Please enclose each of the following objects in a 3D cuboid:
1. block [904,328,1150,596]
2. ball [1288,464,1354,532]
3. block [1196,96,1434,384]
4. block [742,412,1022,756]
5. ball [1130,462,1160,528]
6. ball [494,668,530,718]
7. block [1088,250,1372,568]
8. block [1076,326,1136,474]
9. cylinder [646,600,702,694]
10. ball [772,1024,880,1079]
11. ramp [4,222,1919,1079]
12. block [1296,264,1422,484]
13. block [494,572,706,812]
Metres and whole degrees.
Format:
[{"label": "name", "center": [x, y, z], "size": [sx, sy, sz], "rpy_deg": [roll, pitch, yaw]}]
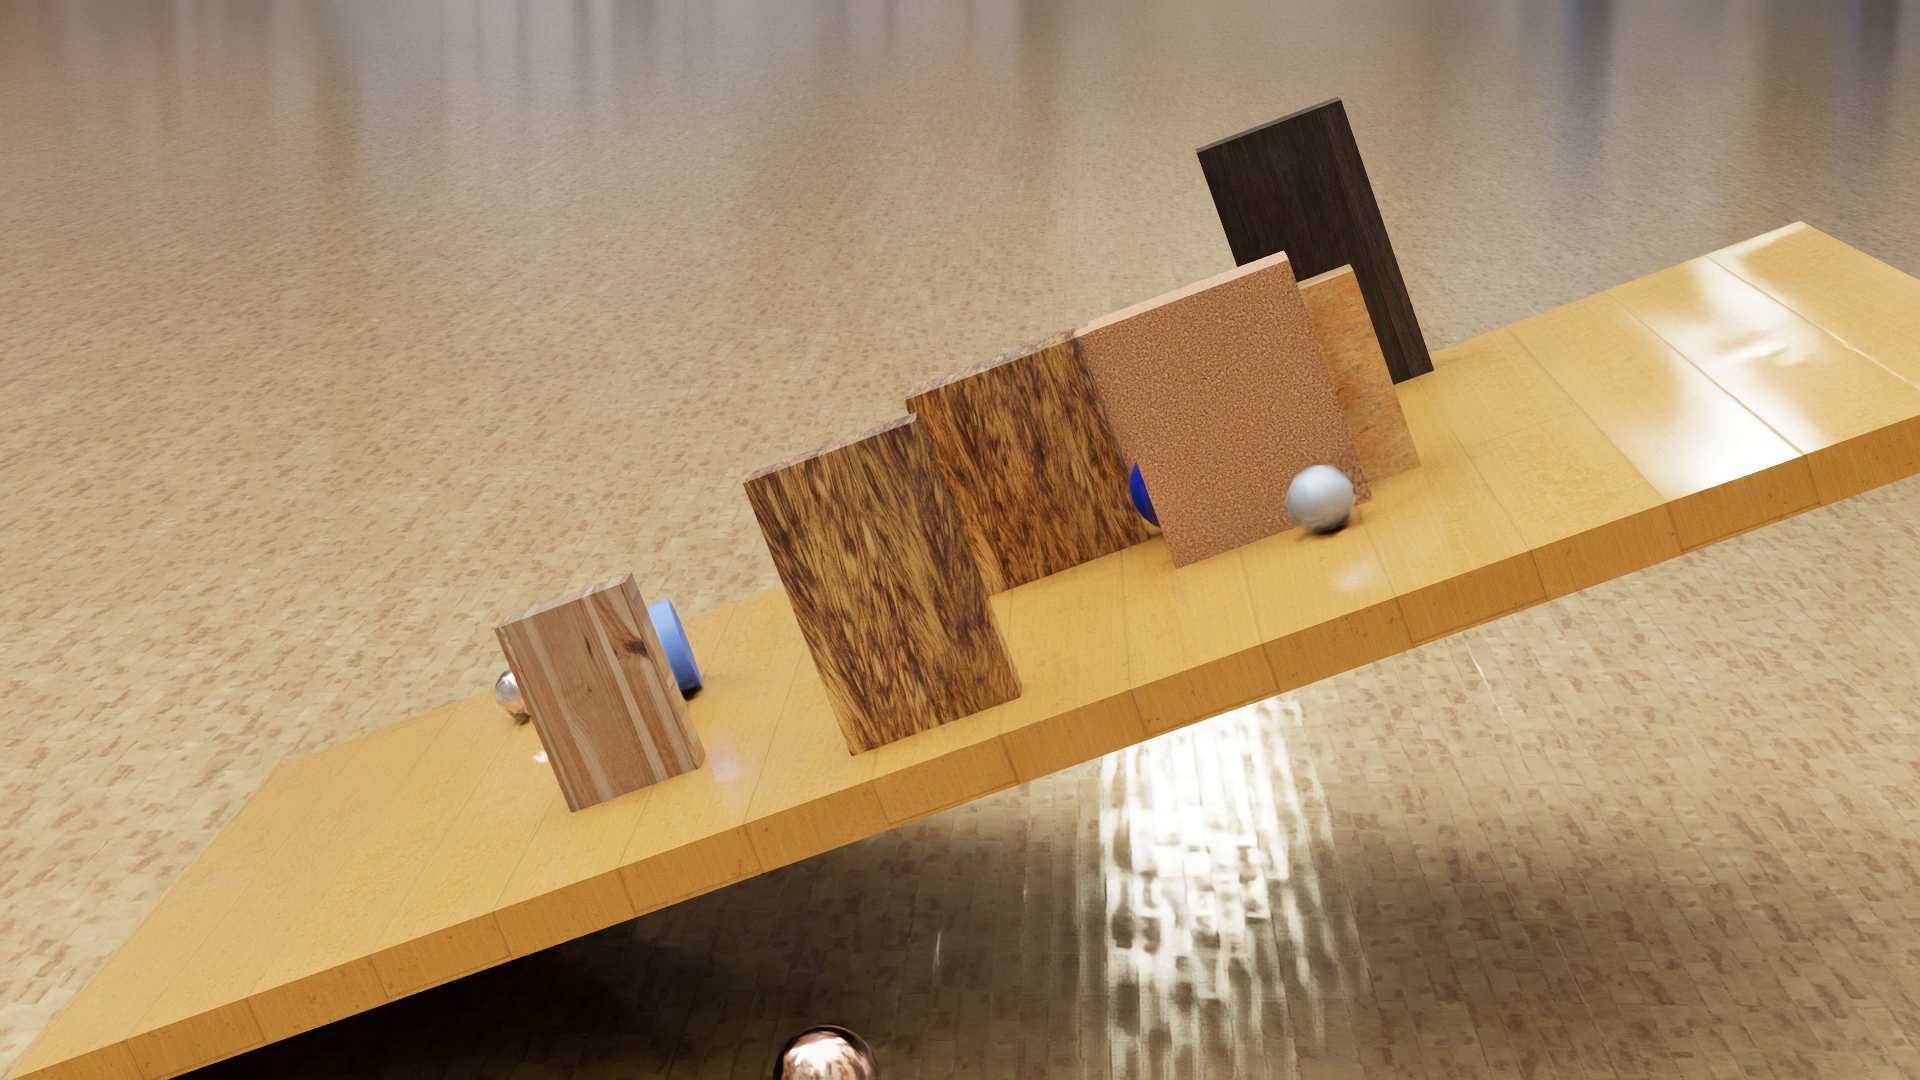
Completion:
[{"label": "block", "center": [0.147, -0.166, 6.390], "size": [0.390, 0.468, 0.150], "rpy_deg": [-20, 12, 7]}, {"label": "ball", "center": [0.717, -0.083, 5.844], "size": [0.133, 0.133, 0.133], "rpy_deg": [0, 13, 0]}, {"label": "block", "center": [0.836, -0.660, 6.930], "size": [0.353, 0.675, 0.096], "rpy_deg": [-20, 12, 7]}, {"label": "block", "center": [-0.142, 0.084, 5.512], "size": [0.341, 0.560, 0.093], "rpy_deg": [-20, 12, 7]}, {"label": "ball", "center": [0.463, -0.119, 6.284], "size": [0.201, 0.201, 0.201], "rpy_deg": [0, 13, 0]}, {"label": "ball", "center": [-1.033, 0.358, 6.928], "size": [0.124, 0.124, 0.124], "rpy_deg": [0, 13, 0]}, {"label": "block", "center": [0.550, -0.265, 5.998], "size": [0.423, 0.521, 0.138], "rpy_deg": [-20, 12, 7]}, {"label": "block", "center": [0.424, -0.314, 6.736], "size": [0.245, 0.408, 0.099], "rpy_deg": [-20, 12, 7]}, {"label": "cylinder", "center": [-0.710, 0.267, 6.564], "size": [0.208, 0.208, 0.208], "rpy_deg": [-21, 15, -2]}, {"label": "ball", "center": [-0.233, 0.941, 5.136], "size": [0.187, 0.187, 0.187], "rpy_deg": [0, 13, 0]}, {"label": "ramp", "center": [0.117, 0.176, 6.296], "size": [4.000, 0.100, 2.000], "rpy_deg": [-20, 12, 7]}, {"label": "block", "center": [0.681, -0.291, 6.110], "size": [0.425, 0.434, 0.098], "rpy_deg": [-20, 12, 7]}, {"label": "block", "center": [-0.719, 0.306, 5.898], "size": [0.282, 0.406, 0.087], "rpy_deg": [-20, 12, 7]}]
